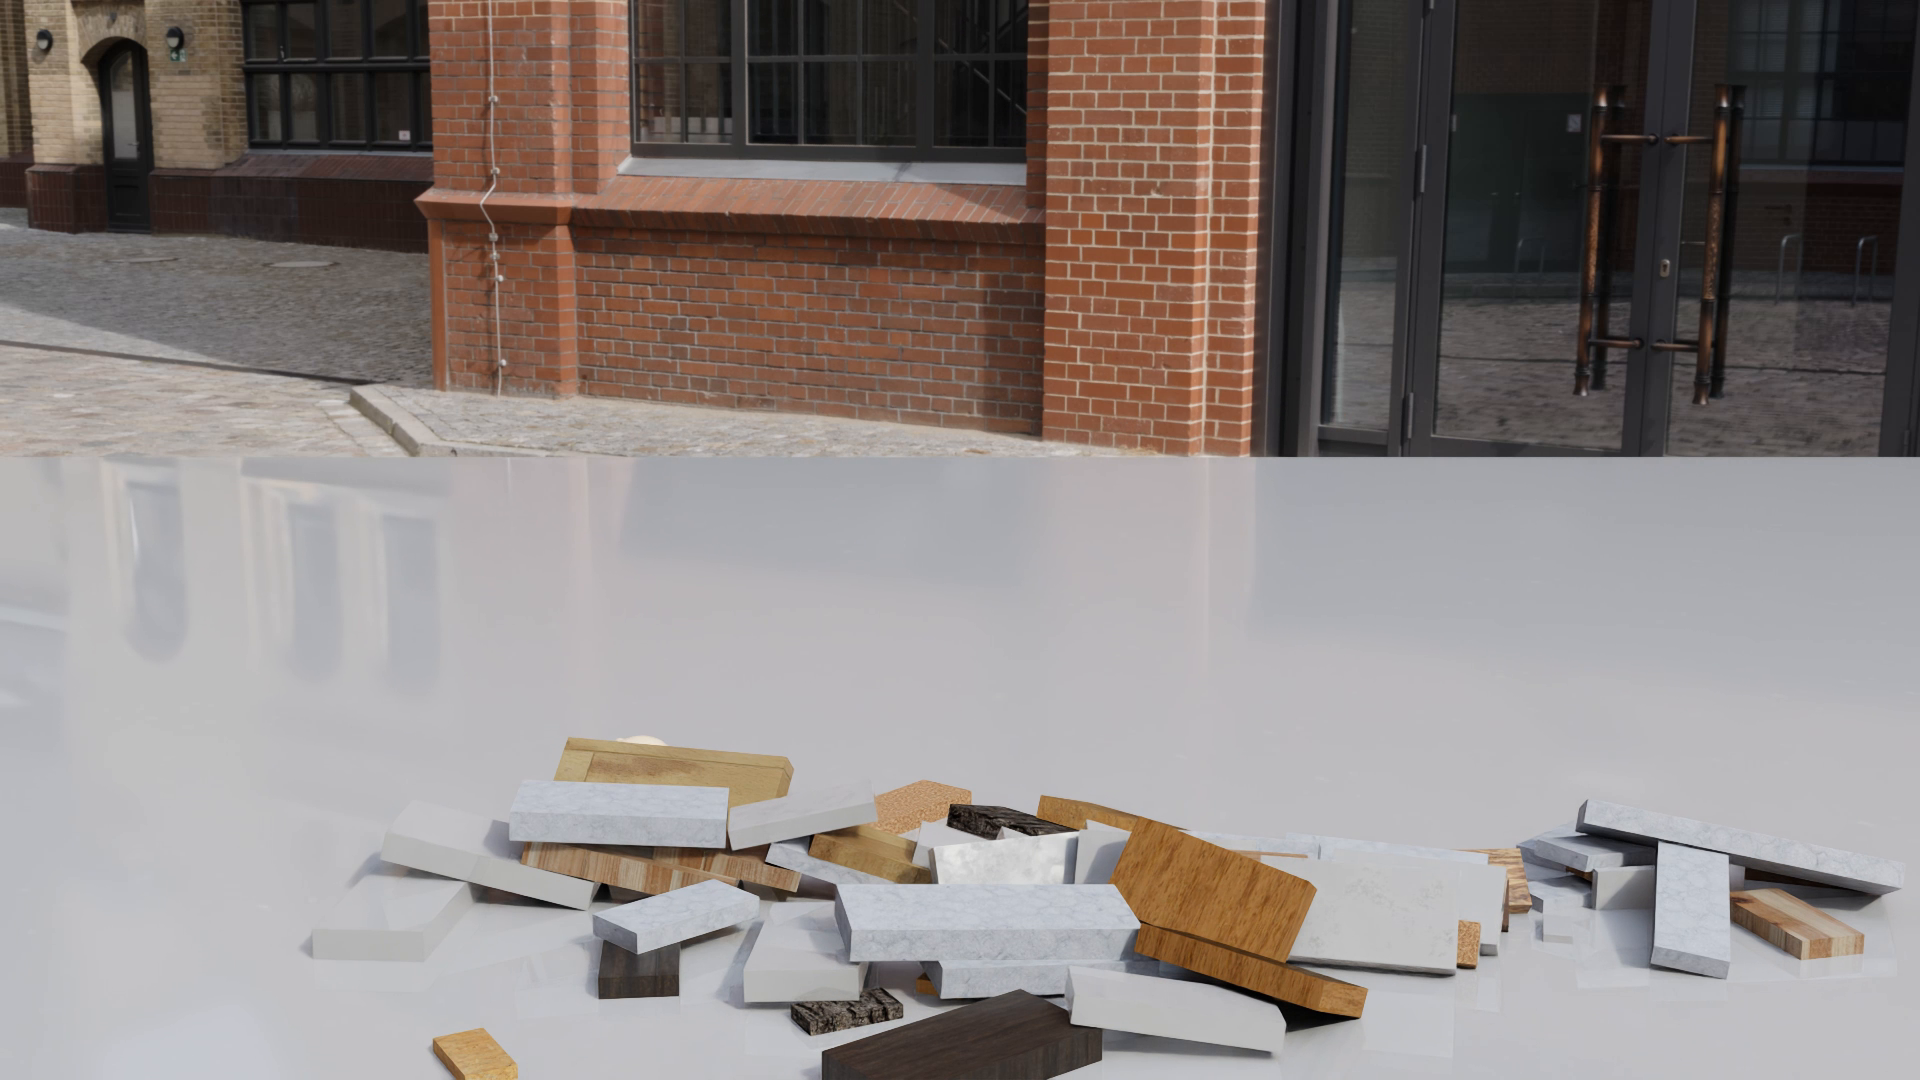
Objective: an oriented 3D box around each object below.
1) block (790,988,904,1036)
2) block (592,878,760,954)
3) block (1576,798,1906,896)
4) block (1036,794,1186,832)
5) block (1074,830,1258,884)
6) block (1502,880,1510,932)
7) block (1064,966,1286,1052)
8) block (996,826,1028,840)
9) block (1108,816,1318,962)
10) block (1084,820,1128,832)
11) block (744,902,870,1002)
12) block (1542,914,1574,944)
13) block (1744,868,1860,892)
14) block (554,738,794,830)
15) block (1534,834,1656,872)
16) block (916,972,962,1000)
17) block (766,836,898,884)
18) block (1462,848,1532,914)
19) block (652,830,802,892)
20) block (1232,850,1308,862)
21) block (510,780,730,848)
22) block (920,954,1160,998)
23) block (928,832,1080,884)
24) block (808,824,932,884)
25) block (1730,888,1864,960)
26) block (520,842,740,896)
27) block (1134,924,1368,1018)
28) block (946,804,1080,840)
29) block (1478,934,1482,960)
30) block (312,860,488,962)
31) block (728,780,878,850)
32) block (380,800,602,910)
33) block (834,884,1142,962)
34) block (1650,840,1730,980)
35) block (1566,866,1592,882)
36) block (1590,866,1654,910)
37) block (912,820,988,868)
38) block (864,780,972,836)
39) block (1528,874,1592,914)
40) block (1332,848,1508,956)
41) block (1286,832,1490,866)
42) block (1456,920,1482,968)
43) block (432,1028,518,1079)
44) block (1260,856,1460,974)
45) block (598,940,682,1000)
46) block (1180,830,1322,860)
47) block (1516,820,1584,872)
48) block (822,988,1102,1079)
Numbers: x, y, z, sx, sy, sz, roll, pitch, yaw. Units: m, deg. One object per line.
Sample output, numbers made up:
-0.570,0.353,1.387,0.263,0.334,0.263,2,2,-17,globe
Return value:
-0.162,0.676,3.152,0.144,0.020,0.072,-5,12,-26,block
-0.441,0.585,3.426,0.234,0.033,0.117,-10,14,-43,block
1.286,0.509,3.648,0.500,0.041,0.146,11,-11,12,block
0.293,0.507,3.876,0.292,0.041,0.146,10,-4,43,block
0.328,0.546,3.516,0.284,0.142,0.040,2,-20,12,block
0.795,0.580,3.524,0.163,0.023,0.081,2,54,11,block
0.297,0.653,3.066,0.292,0.041,0.146,8,4,-1,block
0.163,0.539,3.651,0.202,0.029,0.101,21,11,-10,block
0.379,0.546,3.374,0.301,0.151,0.043,18,-15,33,block
0.305,0.522,3.660,0.203,0.029,0.101,17,11,-2,block
-0.221,0.619,3.324,0.166,0.047,0.331,-1,7,3,block
0.948,0.617,3.488,0.045,0.013,0.091,3,11,14,block
1.441,0.561,3.750,0.194,0.028,0.097,4,11,19,block
-0.528,0.457,3.969,0.434,0.166,0.047,3,-33,17,block
1.120,0.528,3.742,0.366,0.028,0.097,4,8,-44,block
-0.002,0.649,3.298,0.072,0.020,0.144,5,12,24,block
-0.199,0.535,3.655,0.242,0.034,0.121,18,10,-4,block
0.819,0.558,3.591,0.206,0.029,0.103,-1,53,-3,block
-0.380,0.522,3.656,0.242,0.034,0.121,13,11,-1,block
0.399,0.558,3.452,0.284,0.142,0.040,2,-21,12,block
-0.559,0.452,3.635,0.346,0.049,0.173,3,11,-5,block
0.113,0.622,3.286,0.331,0.047,0.166,1,13,-15,block
0.081,0.547,3.549,0.250,0.125,0.035,-3,-16,-18,block
-0.126,0.523,3.655,0.250,0.035,0.125,18,10,-5,block
1.315,0.607,3.490,0.111,0.031,0.221,-3,11,-15,block
-0.539,0.527,3.661,0.347,0.049,0.173,13,11,-1,block
0.420,0.623,3.184,0.301,0.043,0.151,12,-7,36,block
0.131,0.516,3.861,0.293,0.040,0.142,10,0,44,block
0.751,0.622,3.375,0.091,0.045,0.013,4,-26,19,block
-0.894,0.589,3.538,0.173,0.049,0.347,1,11,4,block
-0.260,0.454,3.640,0.242,0.034,0.121,-11,12,-2,block
-0.769,0.523,3.661,0.346,0.049,0.173,14,10,-2,block
0.040,0.569,3.280,0.434,0.049,0.173,2,13,-11,block
1.149,0.575,3.456,0.111,0.031,0.340,10,24,15,block
1.107,0.557,3.688,0.163,0.023,0.081,7,7,-27,block
1.102,0.569,3.599,0.133,0.067,0.019,-2,11,-8,block
0.048,0.538,3.663,0.250,0.035,0.125,17,11,0,block
-0.135,0.505,4.033,0.117,0.033,0.353,8,13,38,block
1.006,0.584,3.641,0.163,0.023,0.081,-4,12,-23,block
0.715,0.568,3.458,0.269,0.038,0.135,4,55,19,block
0.676,0.555,3.529,0.324,0.038,0.135,4,55,19,block
0.726,0.613,3.369,0.133,0.067,0.019,4,-26,19,block
-0.660,0.705,2.993,0.072,0.020,0.144,-6,12,-30,block
0.606,0.571,3.357,0.302,0.151,0.043,3,-20,13,block
-0.484,0.634,3.339,0.117,0.033,0.234,-1,11,-6,block
0.439,0.546,3.543,0.269,0.135,0.038,3,-22,16,block
1.072,0.539,3.870,0.097,0.028,0.194,10,15,43,block
0.005,0.696,2.966,0.347,0.049,0.173,-8,13,-38,block
